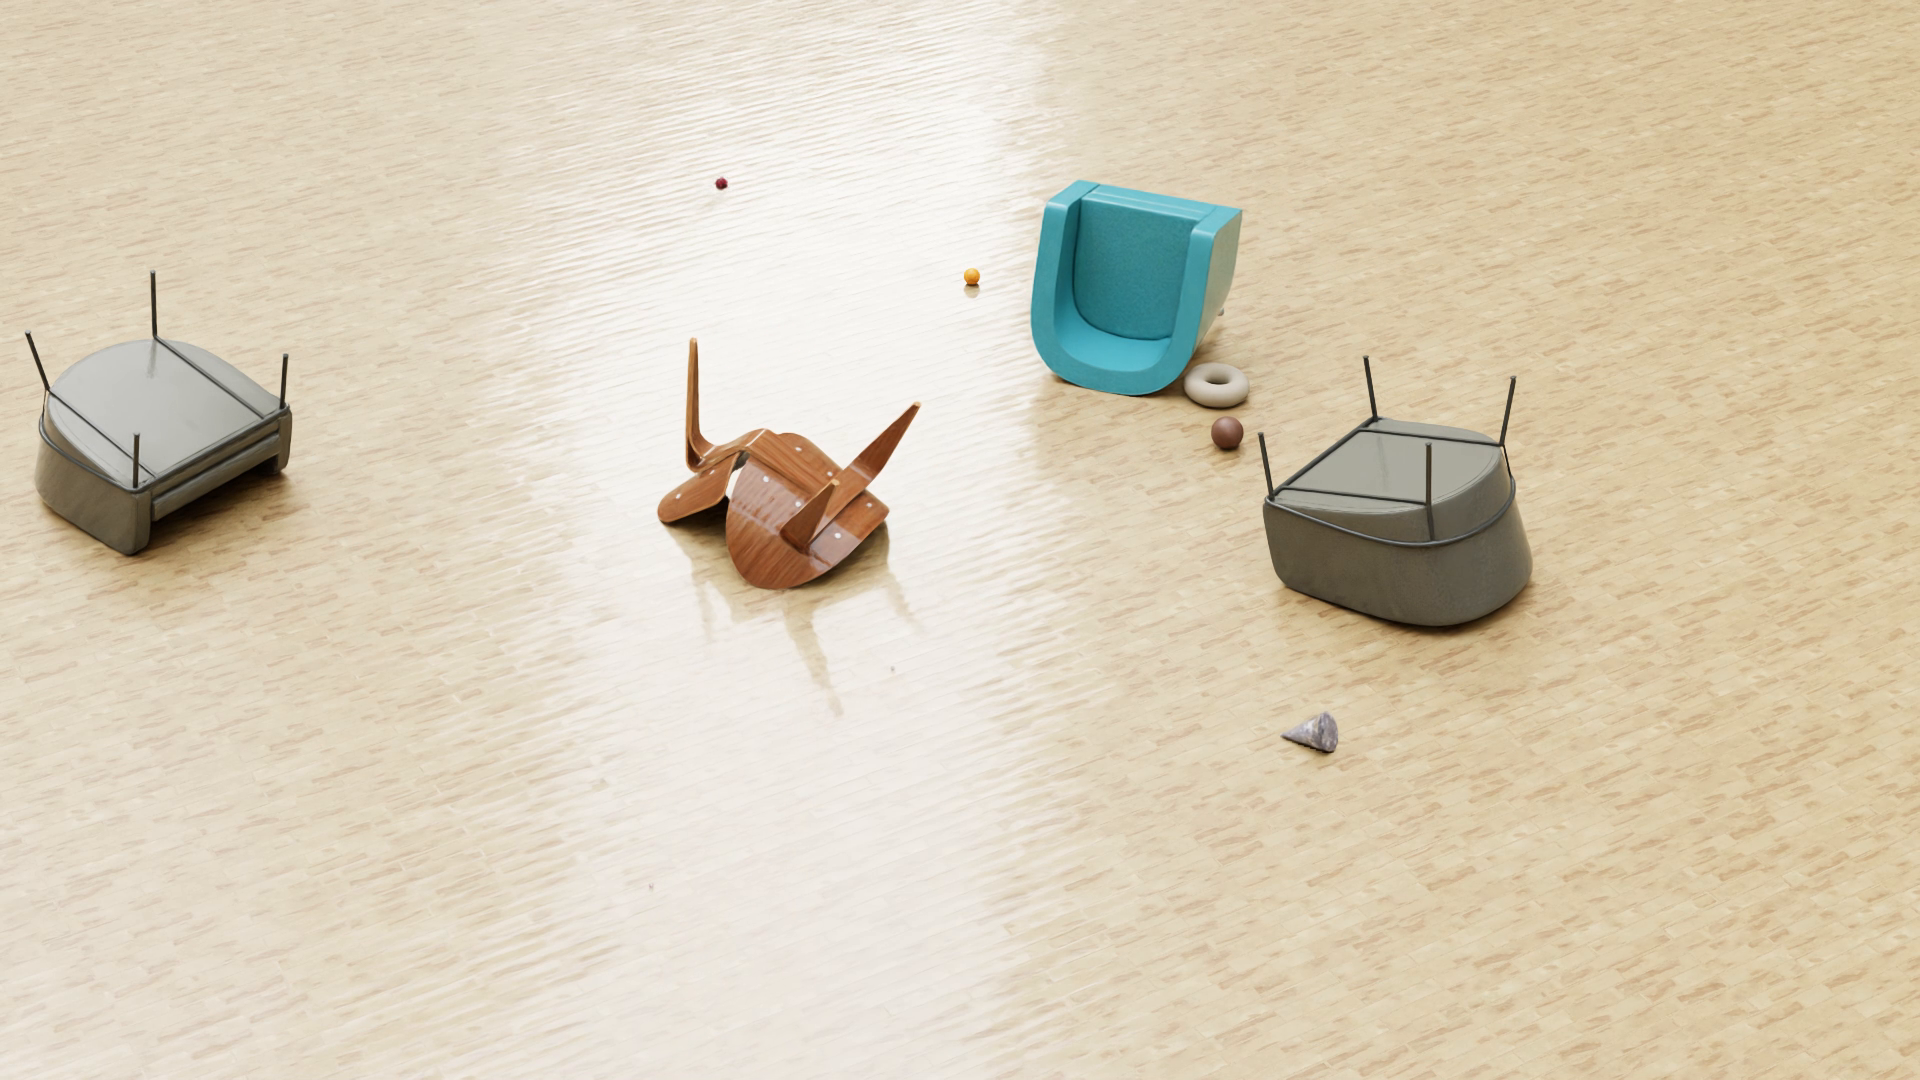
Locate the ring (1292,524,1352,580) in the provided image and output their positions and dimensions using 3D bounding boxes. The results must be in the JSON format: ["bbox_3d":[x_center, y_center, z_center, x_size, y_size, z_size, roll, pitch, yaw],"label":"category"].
[{"bbox_3d":[1.337,0.041,10.828,0.218,0.060,0.352,-1,33,-4],"label":"ring"}]

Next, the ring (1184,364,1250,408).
[{"bbox_3d":[1.033,-0.624,11.810,0.272,0.092,0.264,29,42,35],"label":"ring"}]

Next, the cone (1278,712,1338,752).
[{"bbox_3d":[1.158,0.652,9.893,0.185,0.157,0.133,-7,68,32],"label":"cone"}]

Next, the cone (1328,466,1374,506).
[{"bbox_3d":[1.513,-0.169,11.132,0.154,0.168,0.197,32,8,-6],"label":"cone"}]
